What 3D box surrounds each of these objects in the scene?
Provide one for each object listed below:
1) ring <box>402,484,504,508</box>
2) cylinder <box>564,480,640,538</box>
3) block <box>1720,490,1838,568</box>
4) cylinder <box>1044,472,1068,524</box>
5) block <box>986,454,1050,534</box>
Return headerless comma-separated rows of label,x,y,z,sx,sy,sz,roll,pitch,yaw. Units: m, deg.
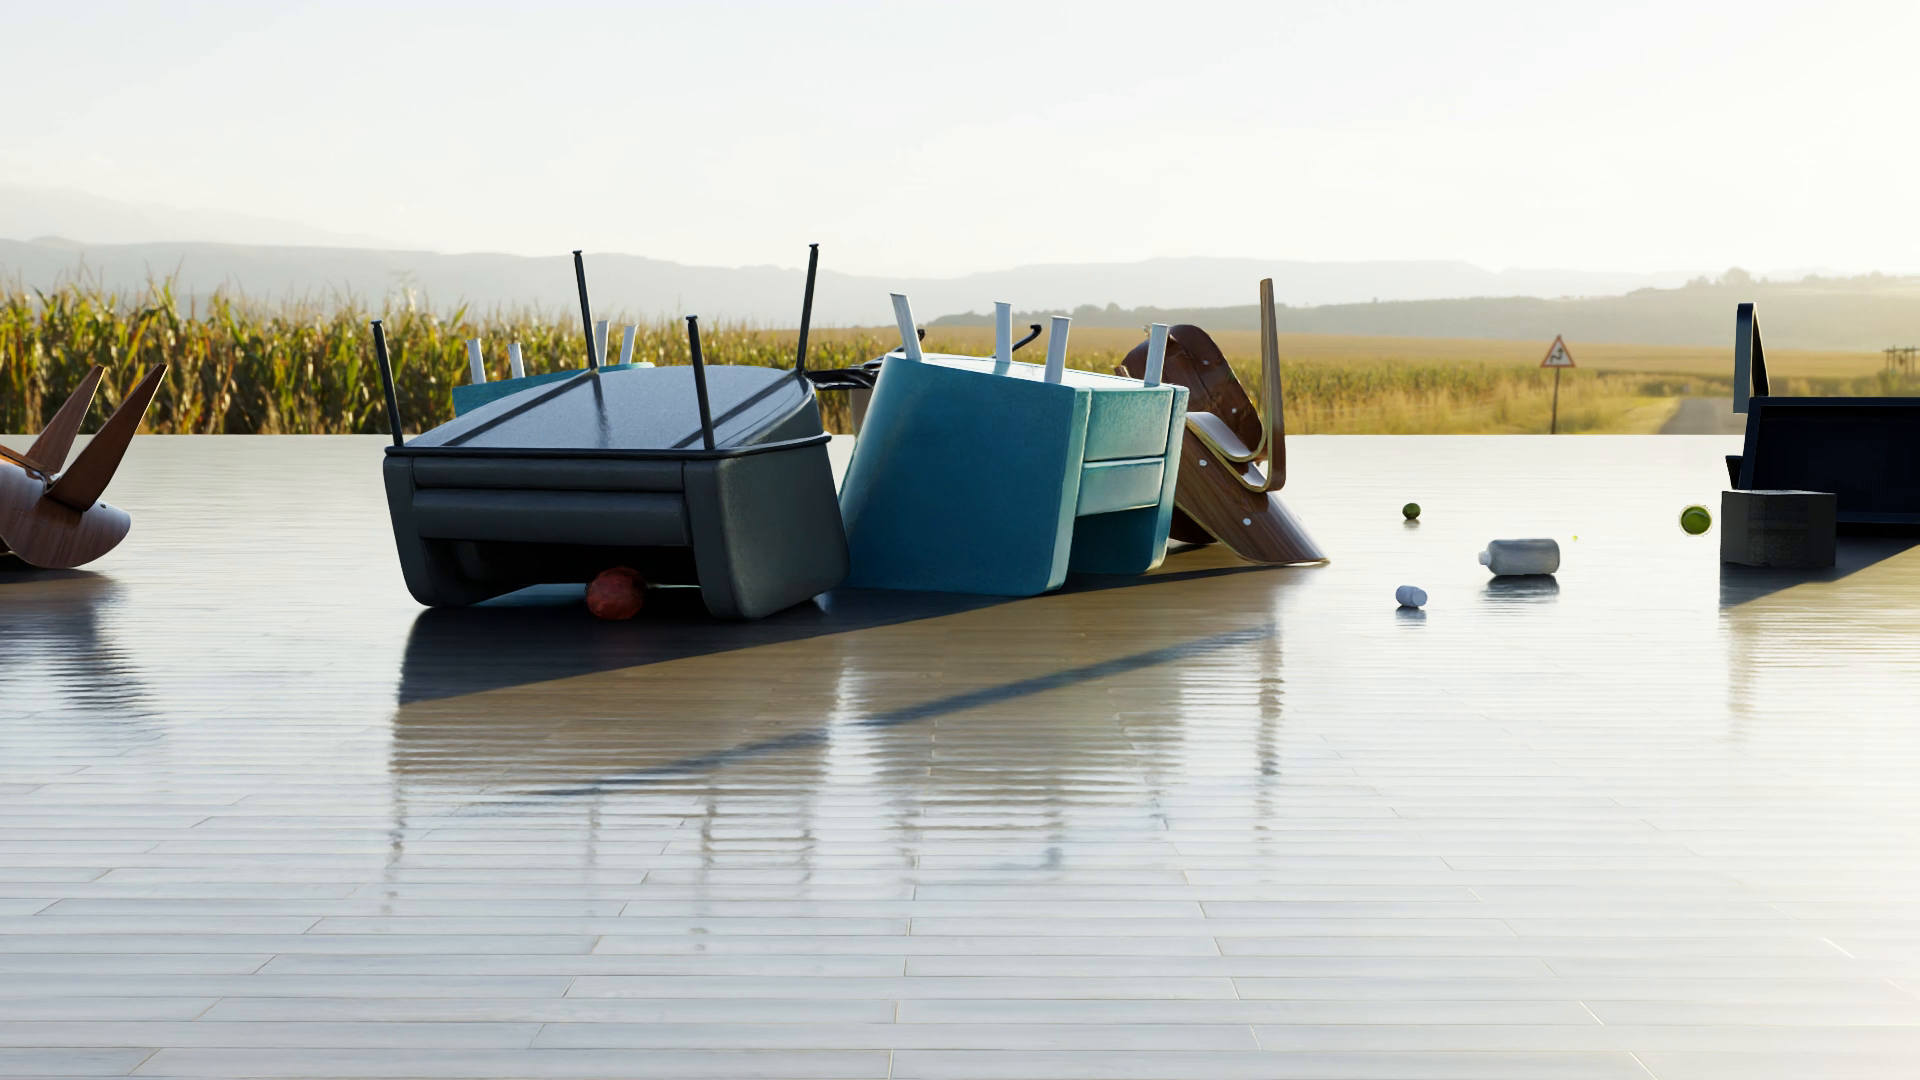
ring,-1.937,-0.168,8.407,0.402,0.082,0.358,1,3,25
cylinder,-1.095,-0.097,6.729,0.194,0.170,0.131,3,1,-33
block,2.107,-0.032,5.669,0.197,0.183,0.219,-1,4,-9
cylinder,0.272,-0.133,7.351,0.150,0.155,0.175,18,-9,16
block,0.178,-0.143,6.784,0.141,0.216,0.138,-2,-16,-17
